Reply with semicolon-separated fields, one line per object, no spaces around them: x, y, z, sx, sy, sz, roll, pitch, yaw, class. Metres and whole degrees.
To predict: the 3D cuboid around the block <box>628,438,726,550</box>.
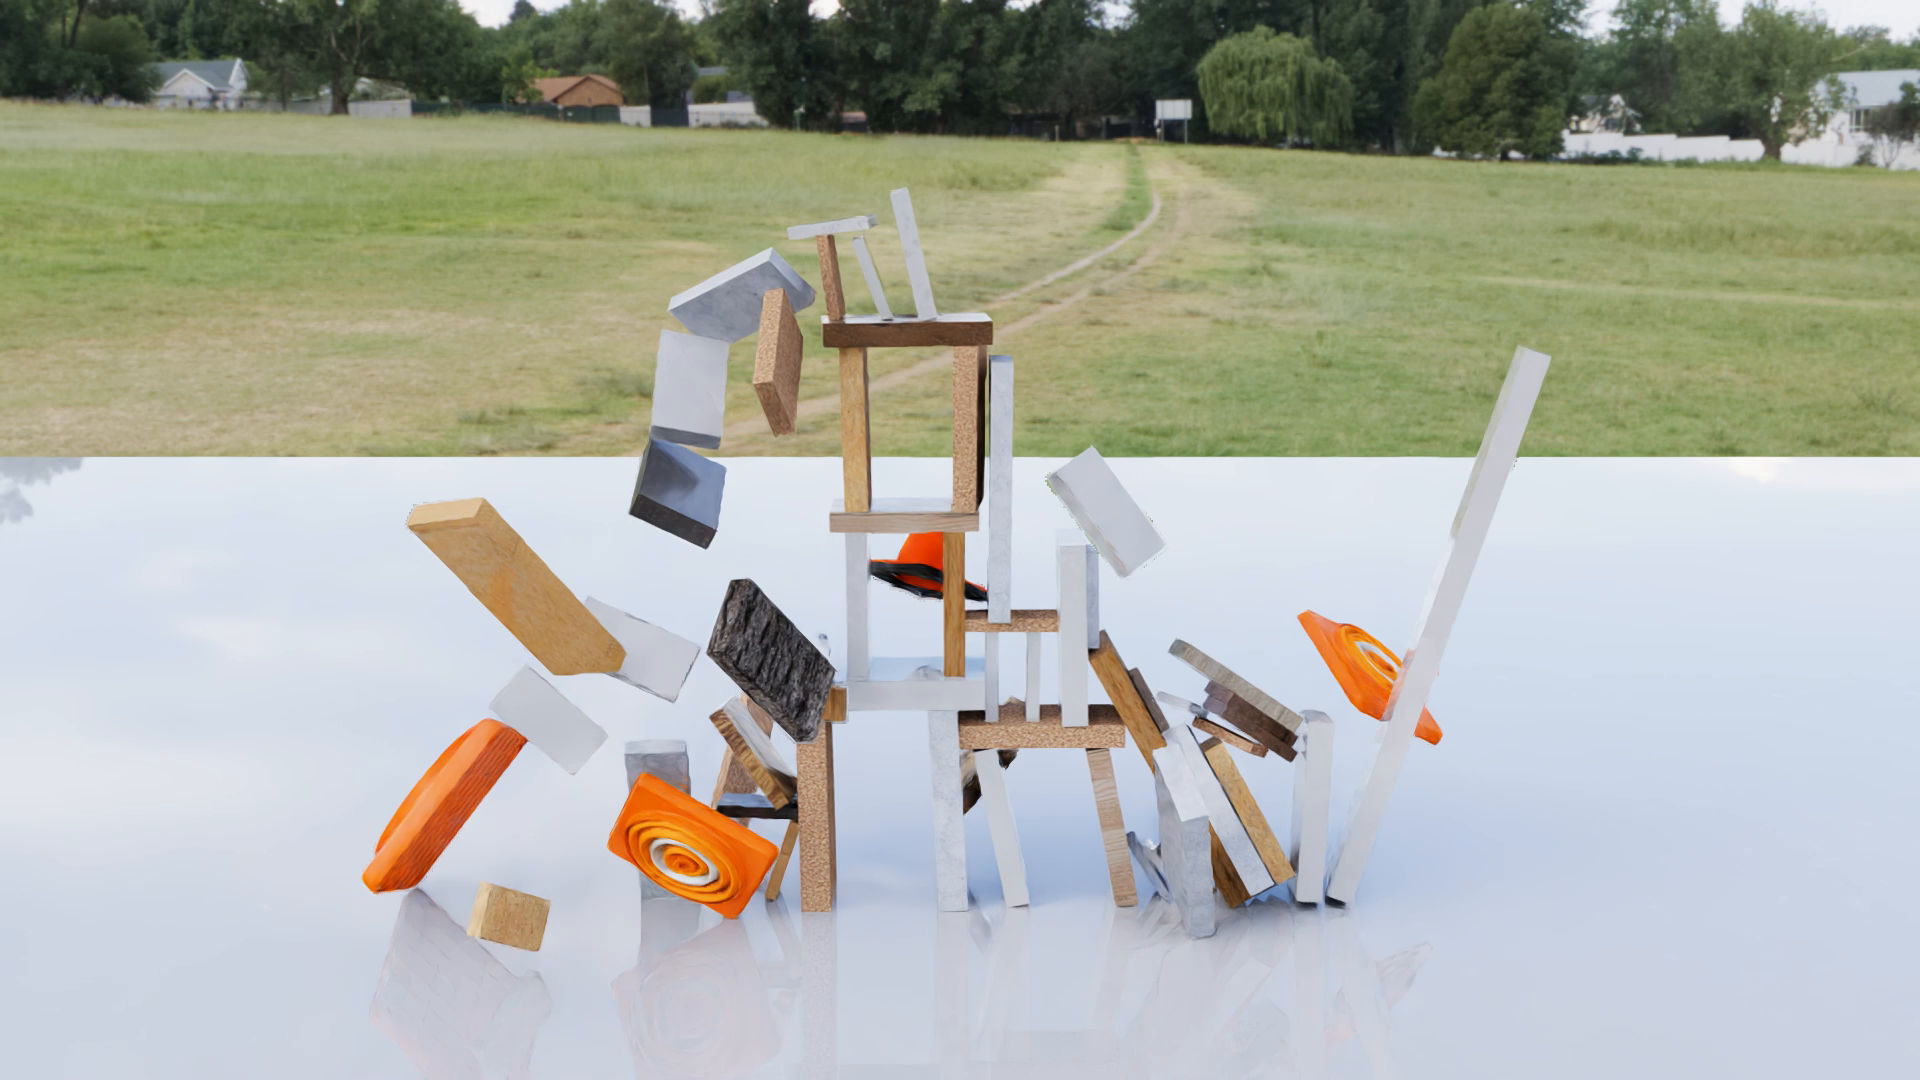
-0.423;-0.075;3.311;0.126;0.036;0.251;25;20;-13;block

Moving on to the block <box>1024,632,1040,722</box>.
0.119;0.214;3.590;0.021;0.150;0.075;1;11;0;block

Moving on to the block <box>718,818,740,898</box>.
-0.386;0.520;3.663;0.020;0.138;0.069;4;10;-11;block

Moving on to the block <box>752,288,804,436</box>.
-0.276;-0.272;3.356;0.031;0.108;0.217;-9;44;11;block

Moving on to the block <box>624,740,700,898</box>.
-0.478;0.453;3.542;0.095;0.348;0.027;-1;41;-3;block

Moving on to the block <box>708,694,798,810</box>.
-0.338;0.350;3.636;0.027;0.191;0.095;-35;4;12;block

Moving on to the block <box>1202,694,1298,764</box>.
0.483;0.315;3.662;0.157;0.022;0.078;34;-2;-19;block

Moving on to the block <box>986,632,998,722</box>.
0.052;0.215;3.589;0.021;0.150;0.075;0;11;1;block

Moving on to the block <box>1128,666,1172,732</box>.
0.318;0.269;3.651;0.017;0.119;0.059;-29;-15;4;block

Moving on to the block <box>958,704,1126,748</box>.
0.132;0.306;3.615;0.268;0.038;0.134;0;11;-1;block

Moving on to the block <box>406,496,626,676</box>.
-0.643;0.074;3.214;0.126;0.377;0.036;-6;50;29;block

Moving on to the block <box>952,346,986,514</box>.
0.015;-0.185;3.506;0.037;0.264;0.132;2;12;6;block

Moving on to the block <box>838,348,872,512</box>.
-0.167;-0.186;3.517;0.037;0.264;0.132;-1;12;1;block

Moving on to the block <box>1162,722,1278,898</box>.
0.427;0.443;3.611;0.042;0.297;0.149;-29;-13;4;block

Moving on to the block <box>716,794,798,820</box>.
-0.331;0.443;3.654;0.138;0.020;0.069;2;11;2;block

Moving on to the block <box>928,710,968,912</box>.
-0.020;0.424;3.635;0.048;0.337;0.169;-3;11;0;block

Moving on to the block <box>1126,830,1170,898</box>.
0.312;0.540;3.664;0.015;0.109;0.054;-32;9;6;block

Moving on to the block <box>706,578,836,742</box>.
-0.277;0.179;3.255;0.036;0.126;0.251;-6;-38;30;block

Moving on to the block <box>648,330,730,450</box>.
-0.424;-0.237;3.452;0.108;0.031;0.217;10;46;-12;block

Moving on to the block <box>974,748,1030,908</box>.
0.068;0.457;3.644;0.038;0.268;0.134;-12;10;2;block

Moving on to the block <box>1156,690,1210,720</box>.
0.370;0.275;3.661;0.059;0.017;0.119;18;-4;24;block

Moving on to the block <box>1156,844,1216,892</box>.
0.376;0.547;3.658;0.109;0.015;0.054;43;-2;-18;block

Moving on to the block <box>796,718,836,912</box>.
-0.237;0.424;3.635;0.048;0.338;0.169;-1;11;0;block

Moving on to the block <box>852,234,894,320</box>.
-0.137;-0.414;3.458;0.018;0.130;0.065;-20;12;4;block

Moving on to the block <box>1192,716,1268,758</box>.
0.448;0.327;3.649;0.119;0.017;0.059;25;3;35;block

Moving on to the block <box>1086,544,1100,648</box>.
0.213;0.091;3.580;0.022;0.157;0.078;-1;11;0;block

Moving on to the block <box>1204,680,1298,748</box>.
0.484;0.290;3.660;0.157;0.022;0.078;34;-2;-27;block

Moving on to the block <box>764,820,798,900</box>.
-0.292;0.523;3.656;0.020;0.138;0.069;19;10;-3;block

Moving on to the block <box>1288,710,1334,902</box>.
0.579;0.437;3.636;0.042;0.294;0.147;4;3;3;block

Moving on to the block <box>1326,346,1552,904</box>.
0.774;0.139;3.590;0.042;0.940;0.147;19;9;6;block

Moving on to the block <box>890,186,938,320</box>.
-0.073;-0.449;3.450;0.028;0.201;0.100;-13;12;1;block

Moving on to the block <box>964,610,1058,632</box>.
0.083;0.131;3.568;0.150;0.021;0.075;0;11;0;block

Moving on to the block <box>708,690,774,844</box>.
-0.395;0.373;4.128;0.023;0.080;0.534;-29;24;20;block

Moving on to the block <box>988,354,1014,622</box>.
0.064;-0.083;3.525;0.035;0.415;0.124;0;11;0;block

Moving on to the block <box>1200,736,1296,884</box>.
0.477;0.446;3.657;0.035;0.248;0.124;-29;0;3;block

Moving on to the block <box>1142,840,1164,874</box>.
0.348;0.547;3.657;0.015;0.109;0.054;-44;8;7;block

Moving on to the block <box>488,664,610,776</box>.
-0.592;0.260;3.170;0.159;0.080;0.023;43;-5;-19;block

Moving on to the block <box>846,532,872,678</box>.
-0.164;0.092;3.575;0.034;0.238;0.119;0;12;0;block

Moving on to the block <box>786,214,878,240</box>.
-0.200;-0.492;3.457;0.130;0.018;0.065;-7;11;12;block

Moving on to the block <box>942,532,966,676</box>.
-0.009;0.091;3.574;0.034;0.238;0.119;0;12;0;block

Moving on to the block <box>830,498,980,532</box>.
-0.087;-0.040;3.544;0.238;0.034;0.119;0;12;1;block

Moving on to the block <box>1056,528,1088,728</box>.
0.182;0.141;3.583;0.042;0.297;0.148;-1;11;0;block

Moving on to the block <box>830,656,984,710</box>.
-0.128;0.234;3.599;0.338;0.048;0.169;0;11;1;block

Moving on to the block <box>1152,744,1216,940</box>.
0.349;0.470;3.412;0.042;0.294;0.147;-14;43;-5;block

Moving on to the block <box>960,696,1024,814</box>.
0.038;0.394;3.884;0.035;0.247;0.124;27;43;-11;block

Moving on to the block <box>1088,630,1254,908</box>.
0.341;0.375;3.627;0.042;0.479;0.149;-29;10;4;block

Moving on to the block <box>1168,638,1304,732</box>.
0.457;0.242;3.659;0.230;0.028;0.100;33;-2;-8;block

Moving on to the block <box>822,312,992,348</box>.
-0.086;-0.332;3.473;0.264;0.037;0.132;-1;12;-4;block

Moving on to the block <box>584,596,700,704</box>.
-0.508;0.170;3.399;0.191;0.095;0.027;24;-21;0;block

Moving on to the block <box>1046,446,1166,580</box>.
0.235;-0.045;3.521;0.100;0.201;0.028;-35;-2;-41;block

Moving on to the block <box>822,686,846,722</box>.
-0.224;0.249;3.411;0.102;0.051;0.014;7;11;27;block

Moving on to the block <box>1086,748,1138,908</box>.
0.249;0.457;3.645;0.038;0.268;0.134;-11;10;2;block

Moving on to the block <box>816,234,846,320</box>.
-0.203;-0.416;3.466;0.018;0.131;0.065;-7;11;7;block

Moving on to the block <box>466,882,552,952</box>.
-0.677;0.568;3.309;0.023;0.080;0.159;5;-16;25;block

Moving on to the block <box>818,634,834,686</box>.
-0.211;0.204;3.497;0.014;0.051;0.102;-8;51;-3;block

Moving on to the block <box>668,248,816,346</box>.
-0.348;-0.381;3.506;0.217;0.108;0.031;-21;41;32;block
